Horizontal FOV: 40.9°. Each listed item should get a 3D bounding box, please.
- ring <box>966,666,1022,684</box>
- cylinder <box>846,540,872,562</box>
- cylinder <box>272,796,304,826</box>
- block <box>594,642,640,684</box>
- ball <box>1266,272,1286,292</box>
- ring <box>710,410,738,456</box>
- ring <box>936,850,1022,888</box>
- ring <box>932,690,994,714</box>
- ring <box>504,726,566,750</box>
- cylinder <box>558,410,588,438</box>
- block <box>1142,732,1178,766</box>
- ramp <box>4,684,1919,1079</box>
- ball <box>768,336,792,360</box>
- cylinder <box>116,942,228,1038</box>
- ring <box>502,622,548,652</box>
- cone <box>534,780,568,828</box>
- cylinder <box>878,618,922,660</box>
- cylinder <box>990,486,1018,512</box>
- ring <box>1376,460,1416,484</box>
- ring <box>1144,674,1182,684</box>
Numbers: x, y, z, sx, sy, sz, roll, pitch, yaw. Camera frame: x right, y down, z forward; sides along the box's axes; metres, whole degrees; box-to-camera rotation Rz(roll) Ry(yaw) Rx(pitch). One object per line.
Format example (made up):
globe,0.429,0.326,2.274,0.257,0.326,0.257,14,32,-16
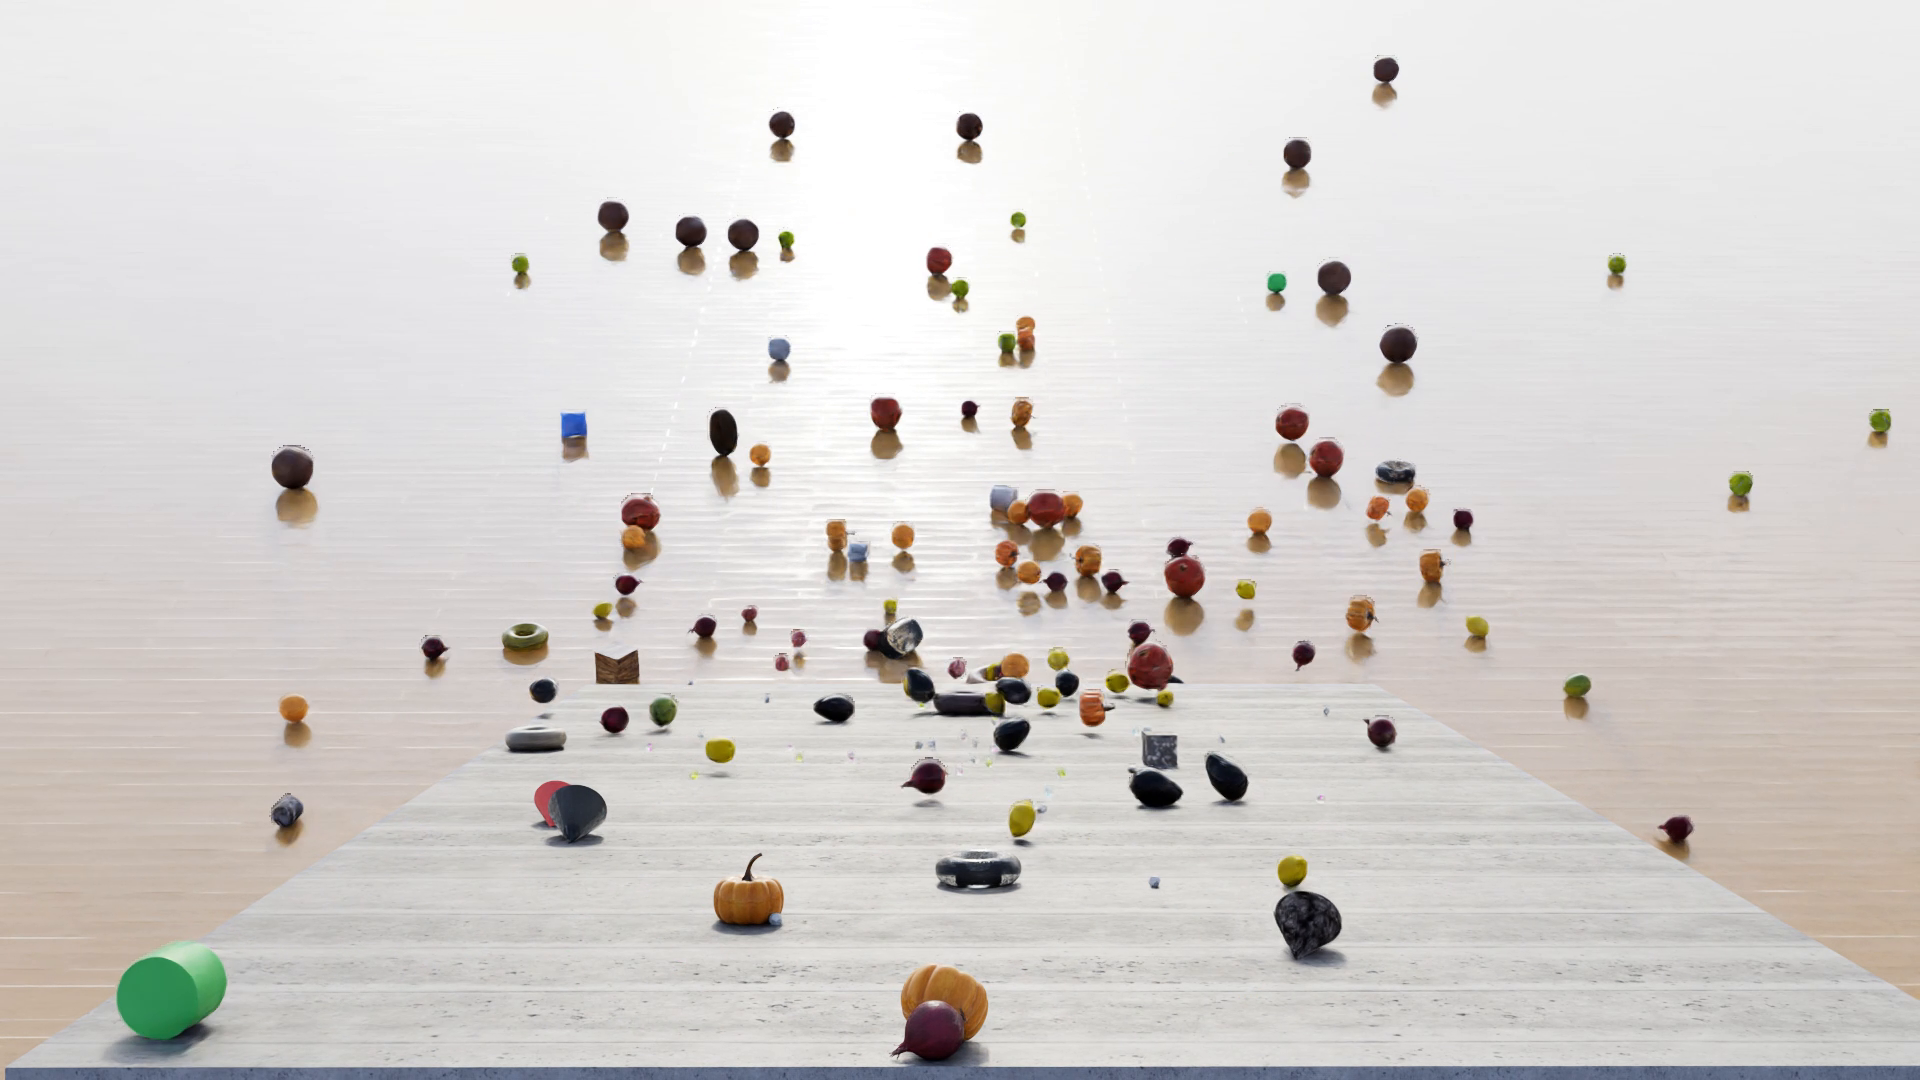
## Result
ring,0.088,0.371,6.700,0.144,0.048,0.144,1,23,-1
cylinder,-0.293,0.034,7.452,0.052,0.052,0.052,-18,13,31
cylinder,-1.586,0.640,6.076,0.054,0.054,0.054,5,24,11
block,-0.901,0.325,6.763,0.080,0.080,0.080,16,29,33
ball,1.196,-0.972,9.724,0.077,0.077,0.077,0,24,0
ring,-0.753,-0.344,8.198,0.049,0.148,0.148,-9,25,-32
ring,0.026,0.459,3.599,0.122,0.041,0.122,-1,3,0
ring,0.008,0.369,5.865,0.141,0.047,0.141,1,2,0
ring,-0.854,0.399,5.182,0.123,0.041,0.123,-1,3,0
cylinder,-1.254,-0.377,8.355,0.080,0.080,0.080,6,21,-22
block,0.382,0.399,4.927,0.058,0.058,0.058,0,2,-6
ramp,0.054,0.493,4.543,2.000,0.100,4.000,0,2,0
ball,-0.634,-0.671,9.030,0.085,0.085,0.085,0,24,0
cylinder,-0.825,0.471,2.699,0.086,0.086,0.086,2,0,5
ring,-1.175,0.262,6.956,0.128,0.043,0.128,0,25,0
cone,-0.655,0.441,4.152,0.077,0.077,0.077,0,29,1
cylinder,-0.160,0.263,6.896,0.088,0.088,0.088,14,27,29
cylinder,0.132,-0.124,7.801,0.069,0.069,0.069,8,25,18
ring,1.360,-0.213,8.040,0.127,0.042,0.127,1,25,0
ring,0.521,0.380,6.600,0.108,0.108,0.036,1,58,1
